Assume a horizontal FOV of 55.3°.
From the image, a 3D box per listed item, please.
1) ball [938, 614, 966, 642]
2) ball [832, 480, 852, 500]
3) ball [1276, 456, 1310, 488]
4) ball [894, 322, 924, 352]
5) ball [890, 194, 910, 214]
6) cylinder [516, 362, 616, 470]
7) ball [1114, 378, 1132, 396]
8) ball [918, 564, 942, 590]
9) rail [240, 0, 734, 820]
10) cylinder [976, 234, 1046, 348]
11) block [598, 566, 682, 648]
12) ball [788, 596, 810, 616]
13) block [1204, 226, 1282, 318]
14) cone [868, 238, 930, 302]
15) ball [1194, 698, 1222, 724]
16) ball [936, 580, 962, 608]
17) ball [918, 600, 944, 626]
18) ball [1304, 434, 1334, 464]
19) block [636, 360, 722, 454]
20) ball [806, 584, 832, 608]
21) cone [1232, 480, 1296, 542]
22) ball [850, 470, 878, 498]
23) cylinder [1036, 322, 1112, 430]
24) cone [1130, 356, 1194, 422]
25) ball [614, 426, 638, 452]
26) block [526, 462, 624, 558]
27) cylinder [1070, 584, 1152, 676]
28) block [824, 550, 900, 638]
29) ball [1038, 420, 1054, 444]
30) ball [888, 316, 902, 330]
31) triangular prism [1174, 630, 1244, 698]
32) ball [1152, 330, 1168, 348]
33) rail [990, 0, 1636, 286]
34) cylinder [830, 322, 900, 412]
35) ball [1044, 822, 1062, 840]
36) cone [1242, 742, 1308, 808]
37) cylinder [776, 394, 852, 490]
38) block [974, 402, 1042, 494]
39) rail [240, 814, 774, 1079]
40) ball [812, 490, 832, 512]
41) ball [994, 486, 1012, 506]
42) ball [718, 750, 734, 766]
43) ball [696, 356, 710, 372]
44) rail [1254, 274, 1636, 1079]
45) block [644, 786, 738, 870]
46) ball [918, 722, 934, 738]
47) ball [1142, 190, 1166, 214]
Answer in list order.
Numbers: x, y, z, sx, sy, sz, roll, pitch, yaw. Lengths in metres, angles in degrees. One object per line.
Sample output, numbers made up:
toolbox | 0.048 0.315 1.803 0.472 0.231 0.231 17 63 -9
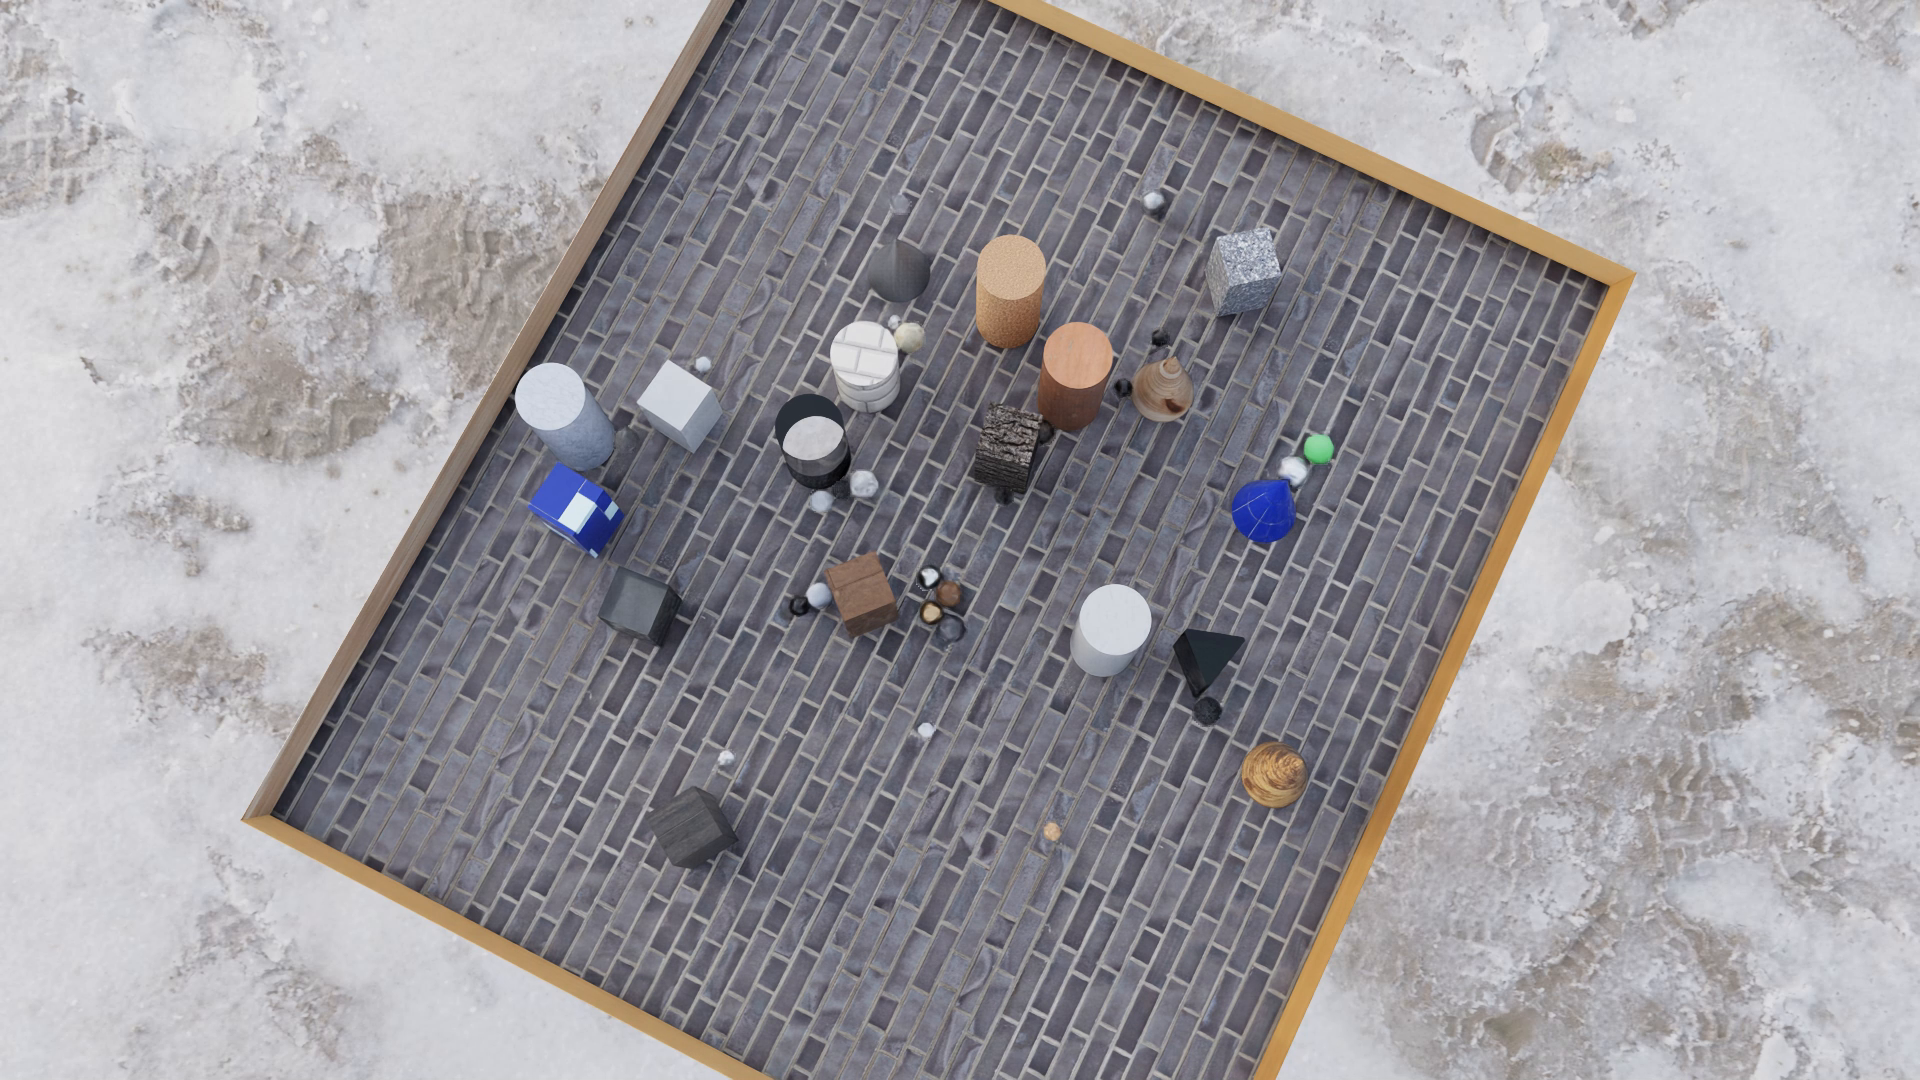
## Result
ball | -0.026 0.267 5.519 0.084 0.084 0.084 0 78 0
ball | -0.362 -0.155 5.617 0.062 0.062 0.062 0 78 0
ball | 1.018 -0.208 5.606 0.100 0.100 0.100 0 78 0
ball | -0.156 -0.631 5.699 0.095 0.095 0.095 0 78 0
ball | -0.191 -1.064 5.807 0.059 0.059 0.059 0 78 0
cylinder | -1.166 -0.361 5.449 0.200 0.475 0.200 0 78 0
ball | 0.508 -0.472 5.686 0.055 0.055 0.055 0 78 0
ball | -0.093 0.112 5.556 0.073 0.073 0.073 0 78 0
rail | -1.316 -0.637 5.681 0.045 0.130 3.368 26 80 5
cylinder | 0.149 -0.744 5.536 0.200 0.460 0.200 0 78 0
block | -0.948 0.202 5.443 0.160 0.259 0.160 21 79 4
ball | -0.487 0.200 5.543 0.062 0.062 0.062 0 78 0
block | 0.868 -0.823 5.640 0.160 0.287 0.160 -12 79 -2
cone | -0.193 -0.876 5.644 0.200 0.302 0.200 0 78 0
ball | 0.739 0.510 5.469 0.082 0.082 0.082 0 78 0
ball | -0.035 0.164 5.539 0.081 0.081 0.081 0 78 0
ball | -0.087 0.221 5.533 0.073 0.073 0.073 0 78 0
ball | 1.102 -0.281 5.628 0.091 0.091 0.091 0 78 0
block | -0.847 -0.402 5.562 0.160 0.269 0.160 33 80 6
ball | -0.425 0.169 5.543 0.077 0.077 0.077 0 78 0
cone | 0.934 -0.130 5.435 0.200 0.409 0.200 0 78 0
ball | -0.294 -0.170 5.590 0.087 0.087 0.087 0 78 0
cylinder | 0.339 -0.483 5.481 0.200 0.462 0.200 0 78 0
cone | 0.631 -0.500 5.533 0.200 0.366 0.200 0 78 0
ball | -1.029 -0.310 5.642 0.077 0.077 0.077 0 78 0
block | -1.139 -0.085 5.458 0.160 0.344 0.160 31 80 6
cylinder | 0.432 0.268 5.323 0.200 0.466 0.200 0 78 0
block | -0.288 0.165 5.412 0.160 0.333 0.160 -22 79 -4
ball | 0.252 -0.333 5.648 0.074 0.074 0.074 0 78 0
ball | -0.202 -0.680 5.734 0.046 0.046 0.046 0 78 0
triangular prism | 0.704 0.333 5.395 0.150 0.300 0.173 38 81 7
ball | 0.624 -0.629 5.719 0.055 0.055 0.055 0 78 0
rail | 0.742 -1.447 5.849 2.990 0.130 0.045 26 80 5
cylinder | -0.284 -0.523 5.572 0.200 0.300 0.200 0 78 0
ball | 0.273 0.861 5.412 0.052 0.052 0.052 0 78 0
cone | 0.940 0.654 5.246 0.200 0.462 0.200 0 78 0
cylinder | -0.436 -0.291 5.489 0.200 0.368 0.200 0 78 0
block | 0.143 -0.272 5.490 0.160 0.358 0.160 15 79 3
rail | -0.742 1.461 5.247 2.990 0.130 0.045 26 80 5
ball | -0.422 -0.119 5.609 0.064 0.064 0.064 0 78 0
ball | 0.133 -0.136 5.608 0.057 0.057 0.057 0 78 0
ball | -0.696 0.650 5.459 0.045 0.045 0.045 0 78 0
ball | -0.800 -0.546 5.705 0.048 0.048 0.048 0 78 0
rail | 1.316 0.651 5.415 0.045 0.130 3.368 26 80 5
block | -0.764 0.827 5.250 0.160 0.384 0.160 -31 80 -6
ball | -0.101 0.568 5.475 0.047 0.047 0.047 0 78 0
ball | 0.612 -1.069 5.799 0.076 0.076 0.076 0 78 0
